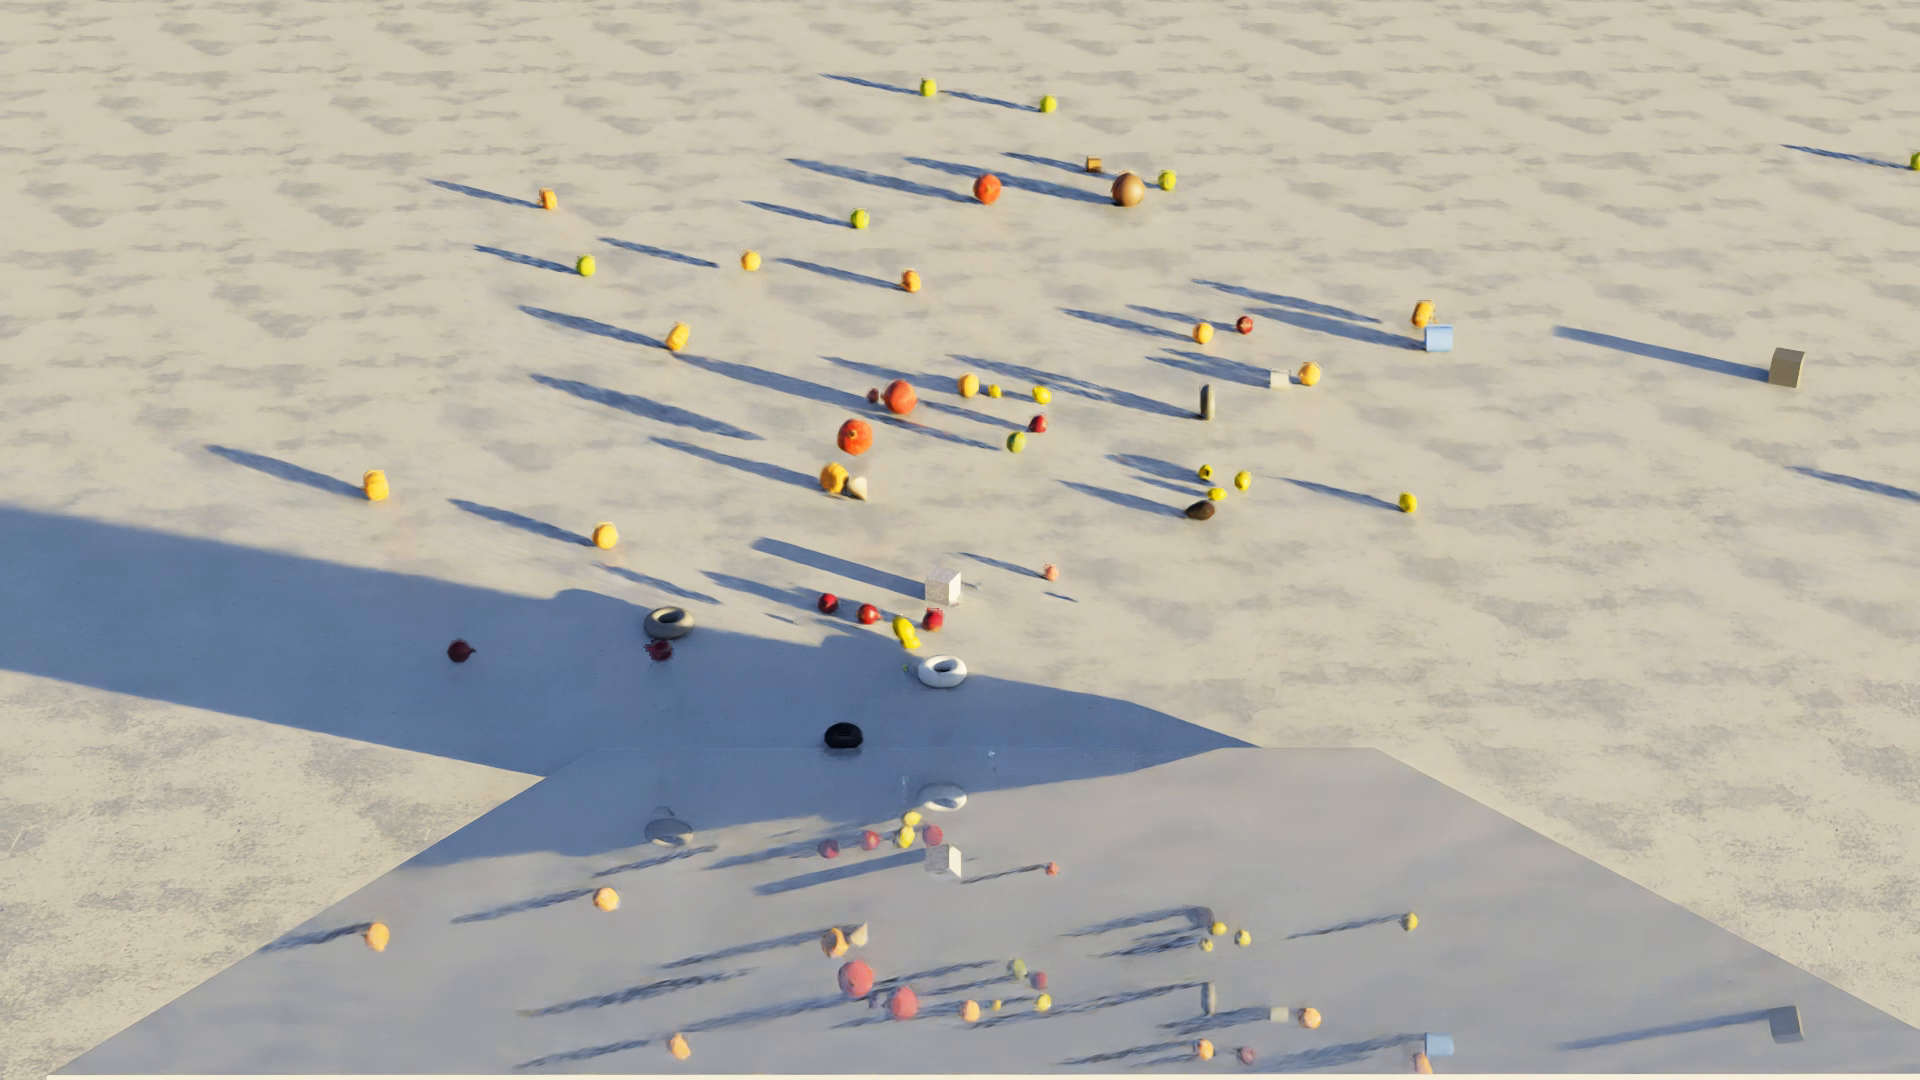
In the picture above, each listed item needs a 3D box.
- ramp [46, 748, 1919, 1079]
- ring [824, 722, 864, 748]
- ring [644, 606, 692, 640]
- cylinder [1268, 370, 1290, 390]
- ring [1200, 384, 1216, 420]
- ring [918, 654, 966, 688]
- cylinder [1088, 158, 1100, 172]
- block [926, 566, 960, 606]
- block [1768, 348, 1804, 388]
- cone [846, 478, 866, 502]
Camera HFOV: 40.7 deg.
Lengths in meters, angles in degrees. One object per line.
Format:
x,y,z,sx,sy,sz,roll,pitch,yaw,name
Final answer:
0.066,0.590,4.642,2.000,0.100,4.000,0,0,0,ramp
-0.306,0.517,6.813,0.104,0.035,0.104,0,30,0,ring
-0.823,0.234,7.303,0.139,0.046,0.139,-1,29,1,ring
1.069,-0.535,8.654,0.057,0.057,0.057,-13,21,30,cylinder
0.808,-0.447,8.432,0.040,0.120,0.120,-2,29,-2,ring
-0.049,0.360,7.082,0.134,0.045,0.134,-1,30,0,ring
0.537,-1.503,10.374,0.052,0.052,0.052,0,29,1,cylinder
-0.049,0.133,7.451,0.077,0.077,0.077,13,32,21,block
2.779,-0.580,8.696,0.094,0.094,0.094,12,32,21,block
-0.304,-0.143,7.985,0.072,0.072,0.072,-18,61,-29,cone
